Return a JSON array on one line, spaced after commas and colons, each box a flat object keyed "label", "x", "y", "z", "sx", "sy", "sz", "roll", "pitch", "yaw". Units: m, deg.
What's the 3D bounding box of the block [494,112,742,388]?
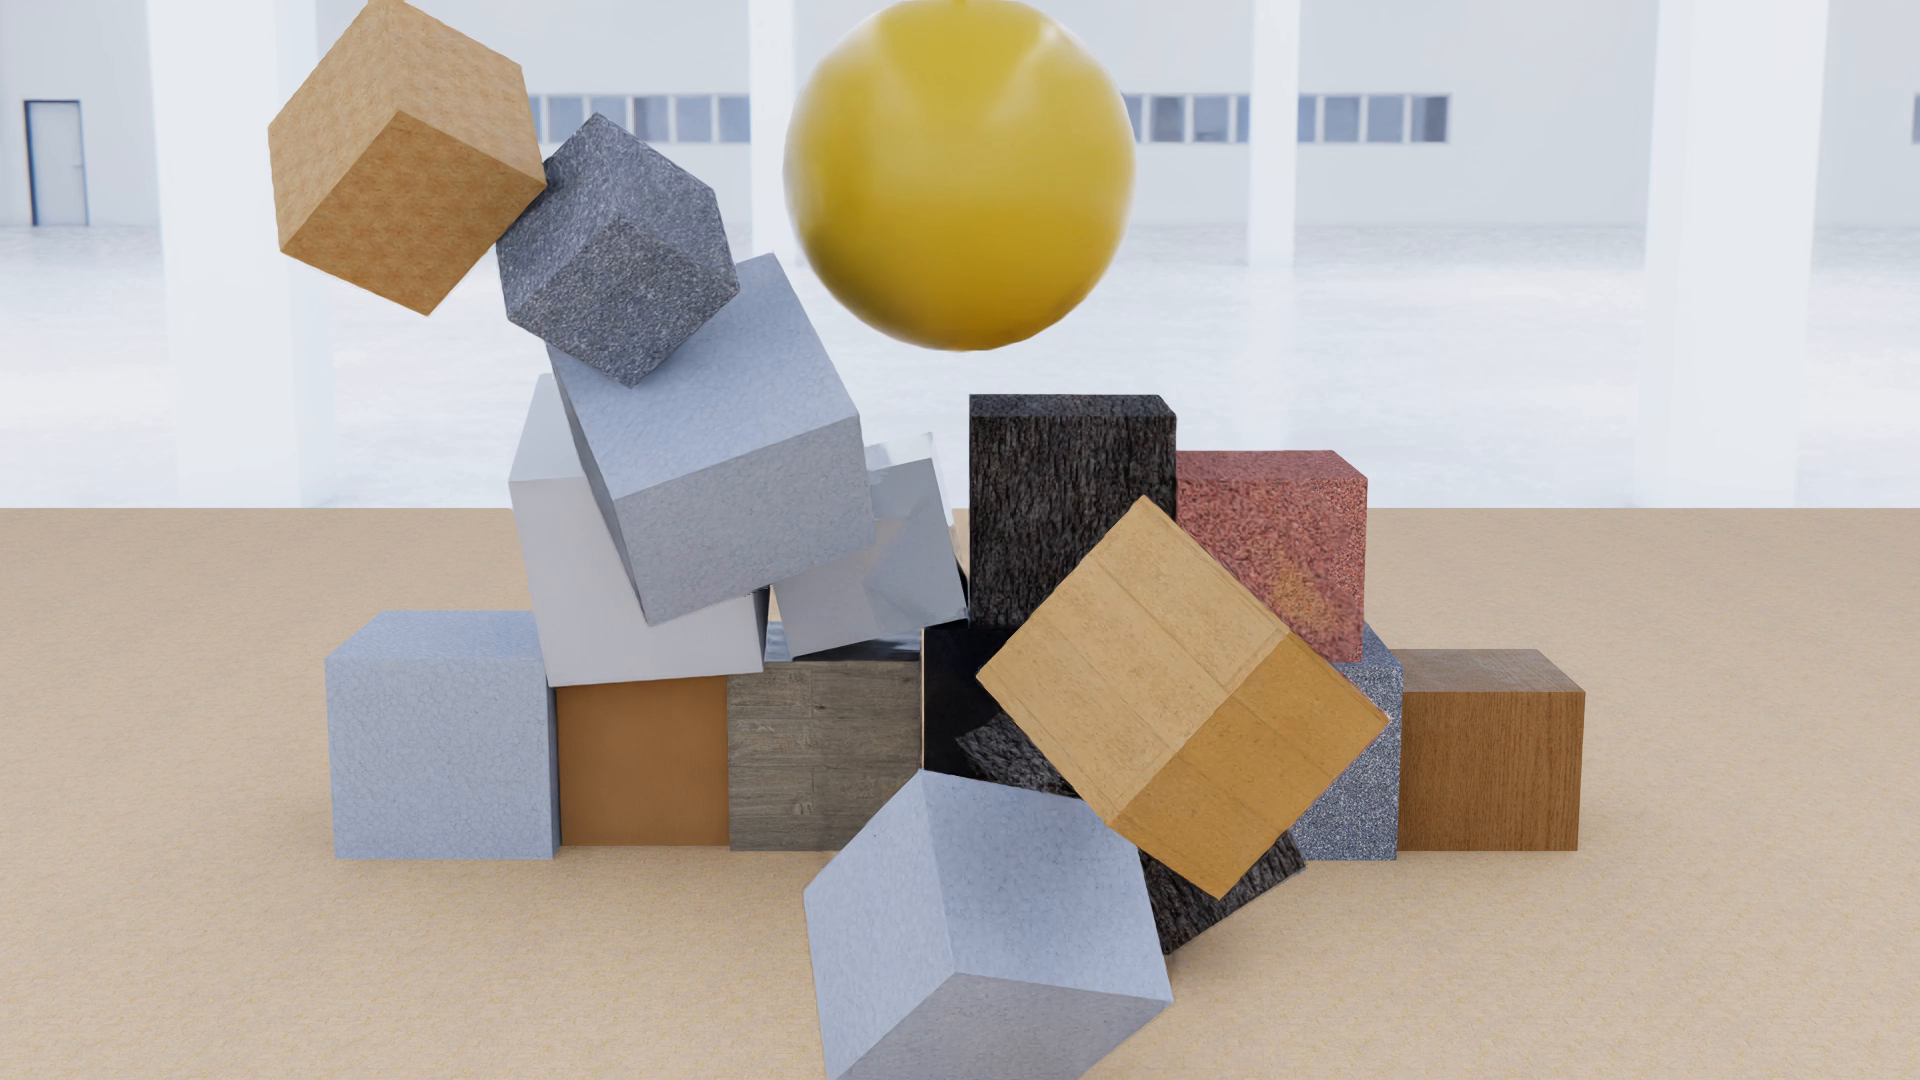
[{"label": "block", "x": -1.424, "y": -1.185, "z": 9.055, "sx": 0.661, "sy": 0.669, "sz": 0.656, "roll": 30, "pitch": 31, "yaw": -42}]

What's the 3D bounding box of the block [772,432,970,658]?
[{"label": "block", "x": -0.488, "y": 0.003, "z": 11.198, "sx": 0.901, "sy": 0.814, "sz": 0.949, "roll": -13, "pitch": 10, "yaw": 2}]

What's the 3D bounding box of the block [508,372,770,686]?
[{"label": "block", "x": -1.536, "y": -0.095, "z": 10.886, "sx": 1.050, "sy": 1.165, "sz": 1.076, "roll": -4, "pitch": 32, "yaw": 1}]

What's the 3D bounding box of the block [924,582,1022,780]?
[{"label": "block", "x": 0.394, "y": 0.898, "z": 11.419, "sx": 1.144, "sy": 1.148, "sz": 1.163, "roll": 0, "pitch": 10, "yaw": 0}]

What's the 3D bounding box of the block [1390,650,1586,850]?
[{"label": "block", "x": 2.627, "y": 1.070, "z": 11.389, "sx": 0.925, "sy": 0.820, "sz": 0.929, "roll": 0, "pitch": 10, "yaw": 0}]

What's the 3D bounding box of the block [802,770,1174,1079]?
[{"label": "block", "x": 0.077, "y": 1.434, "z": 7.805, "sx": 0.888, "sy": 0.853, "sz": 0.775, "roll": 14, "pitch": 46, "yaw": -30}]

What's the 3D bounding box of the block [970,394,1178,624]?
[{"label": "block", "x": 0.551, "y": -0.178, "z": 11.241, "sx": 0.998, "sy": 1.033, "sz": 0.961, "roll": 0, "pitch": 10, "yaw": 0}]

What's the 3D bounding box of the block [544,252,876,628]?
[{"label": "block", "x": -1.088, "y": -0.445, "z": 9.629, "sx": 1.071, "sy": 0.892, "sz": 1.045, "roll": -20, "pitch": 54, "yaw": -11}]

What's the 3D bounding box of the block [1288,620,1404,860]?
[{"label": "block", "x": 1.562, "y": 0.997, "z": 11.343, "sx": 1.188, "sy": 0.981, "sz": 1.160, "roll": 0, "pitch": 10, "yaw": 0}]

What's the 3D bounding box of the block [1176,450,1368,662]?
[{"label": "block", "x": 1.510, "y": 0.062, "z": 11.189, "sx": 0.915, "sy": 0.913, "sz": 1.001, "roll": 0, "pitch": 10, "yaw": 0}]

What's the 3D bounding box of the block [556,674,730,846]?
[{"label": "block", "x": -1.583, "y": 1.013, "z": 11.378, "sx": 0.847, "sy": 0.936, "sz": 0.764, "roll": 0, "pitch": 10, "yaw": 0}]

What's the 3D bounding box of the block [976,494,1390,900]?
[{"label": "block", "x": 0.737, "y": 0.526, "z": 7.317, "sx": 0.761, "sy": 0.829, "sz": 0.807, "roll": 38, "pitch": 6, "yaw": -47}]

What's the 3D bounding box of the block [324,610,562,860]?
[{"label": "block", "x": -2.556, "y": 0.978, "z": 11.339, "sx": 1.077, "sy": 1.018, "sz": 1.115, "roll": 0, "pitch": 10, "yaw": 0}]

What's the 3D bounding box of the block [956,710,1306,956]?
[{"label": "block", "x": 0.729, "y": 1.129, "z": 9.463, "sx": 0.970, "sy": 0.987, "sz": 0.780, "roll": -31, "pitch": 23, "yaw": -9}]

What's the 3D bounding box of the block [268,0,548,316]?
[{"label": "block", "x": -2.278, "y": -1.575, "z": 9.012, "sx": 0.694, "sy": 0.835, "sz": 0.781, "roll": 24, "pitch": 35, "yaw": -41}]

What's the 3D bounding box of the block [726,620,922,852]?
[{"label": "block", "x": -0.678, "y": 0.995, "z": 11.371, "sx": 0.948, "sy": 0.975, "sz": 0.926, "roll": 0, "pitch": 10, "yaw": 0}]

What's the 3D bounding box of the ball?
[{"label": "ball", "x": 0.000, "y": -1.642, "z": 9.868, "sx": 1.600, "sy": 1.600, "sz": 1.600, "roll": 0, "pitch": 10, "yaw": 0}]
